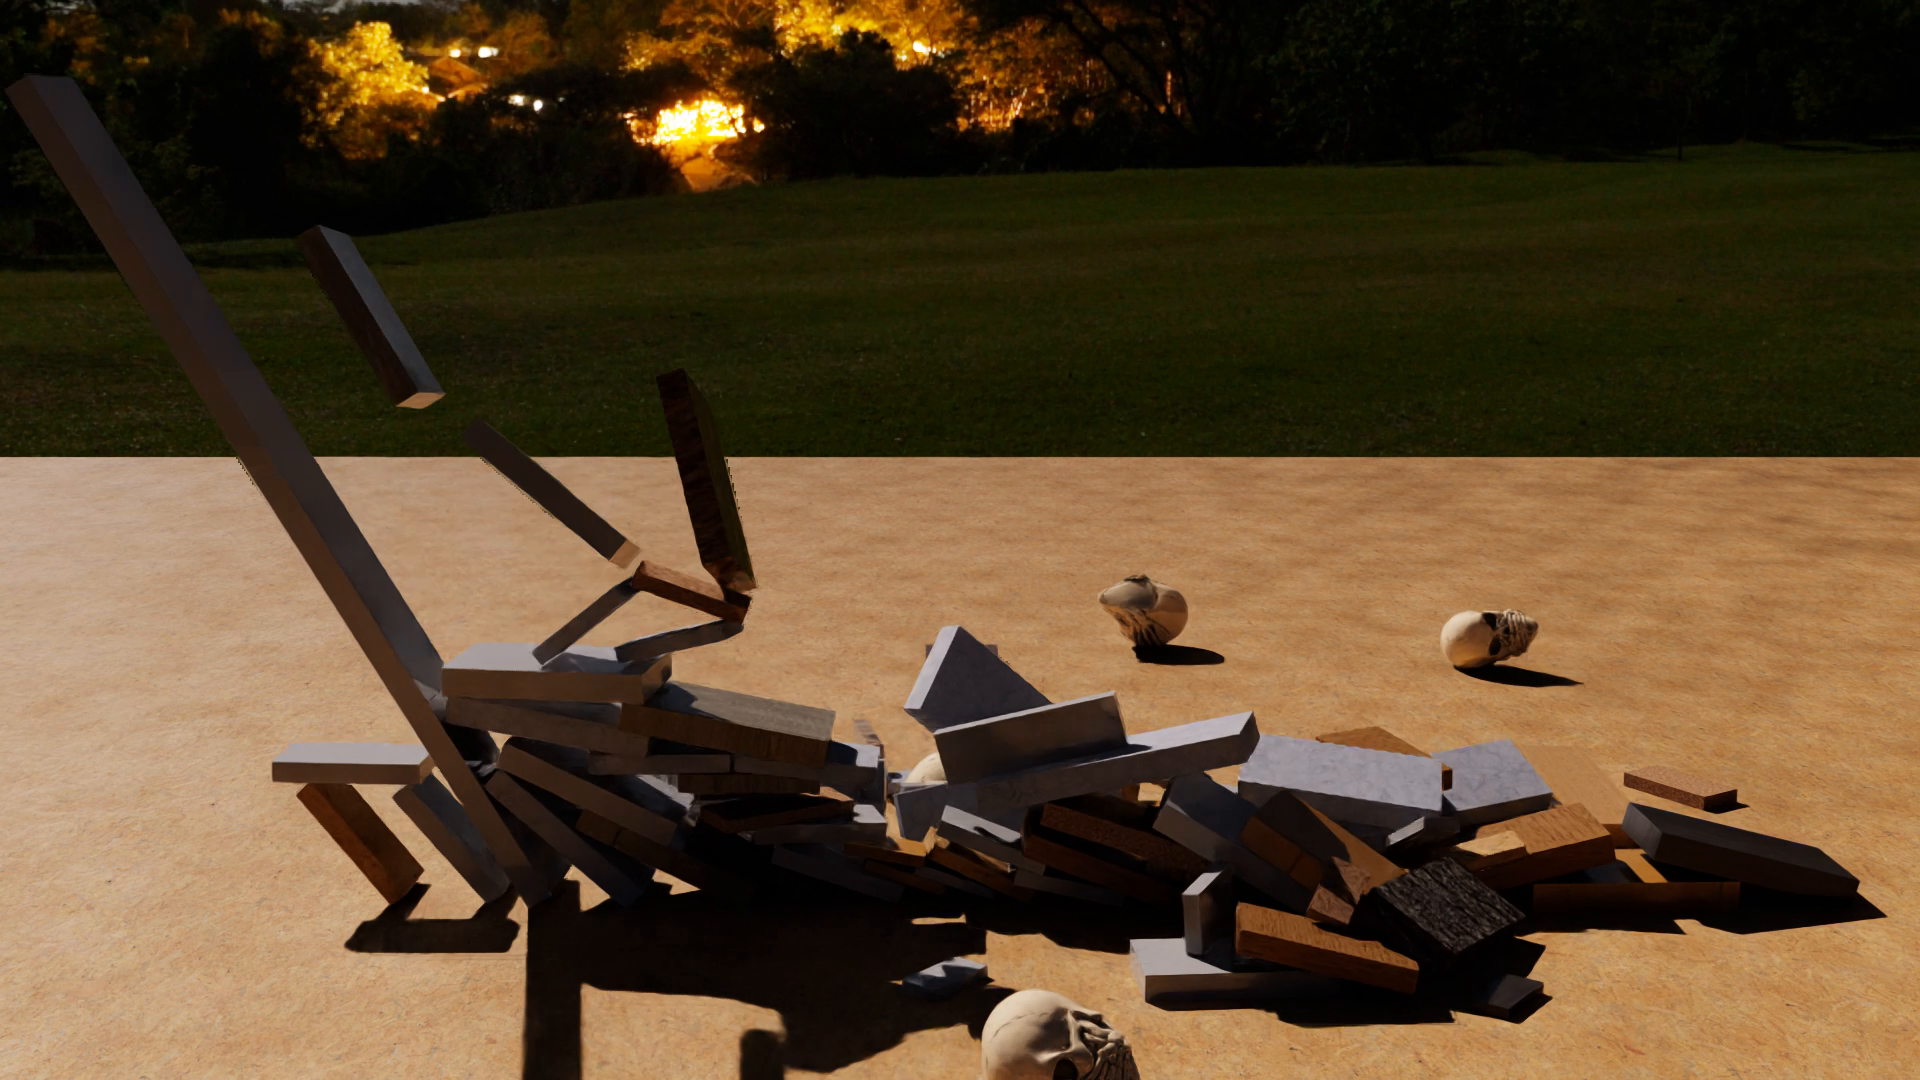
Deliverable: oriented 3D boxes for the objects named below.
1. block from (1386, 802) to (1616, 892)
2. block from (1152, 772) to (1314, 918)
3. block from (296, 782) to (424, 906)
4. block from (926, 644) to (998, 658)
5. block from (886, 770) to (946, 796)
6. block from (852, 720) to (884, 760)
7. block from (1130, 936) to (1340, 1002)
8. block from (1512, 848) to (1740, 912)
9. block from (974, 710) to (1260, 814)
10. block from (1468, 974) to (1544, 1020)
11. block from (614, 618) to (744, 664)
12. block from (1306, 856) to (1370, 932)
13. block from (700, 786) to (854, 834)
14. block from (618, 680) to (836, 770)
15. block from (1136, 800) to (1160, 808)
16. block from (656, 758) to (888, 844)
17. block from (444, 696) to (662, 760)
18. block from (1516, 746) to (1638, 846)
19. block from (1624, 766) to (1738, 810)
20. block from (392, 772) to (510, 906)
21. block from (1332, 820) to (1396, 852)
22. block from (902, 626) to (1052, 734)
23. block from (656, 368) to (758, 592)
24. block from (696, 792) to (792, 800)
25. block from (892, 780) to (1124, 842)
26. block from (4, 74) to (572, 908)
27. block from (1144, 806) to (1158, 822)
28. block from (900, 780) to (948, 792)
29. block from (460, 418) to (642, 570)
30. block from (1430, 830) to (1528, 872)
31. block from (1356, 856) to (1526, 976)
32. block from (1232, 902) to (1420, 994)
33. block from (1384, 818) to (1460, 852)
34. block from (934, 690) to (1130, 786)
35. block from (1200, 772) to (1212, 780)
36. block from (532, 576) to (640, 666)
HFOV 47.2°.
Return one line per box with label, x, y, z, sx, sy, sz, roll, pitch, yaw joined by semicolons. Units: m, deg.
block;0.896;0.525;3.661;0.340;0.048;0.170;-14;11;2
block;0.475;0.489;3.506;0.334;0.047;0.167;30;22;3
block;-0.993;0.487;3.650;0.034;0.239;0.120;-37;8;6
block;0.006;0.306;5.068;0.170;0.048;0.354;0;11;-1
block;-0.072;0.463;4.165;0.095;0.027;0.190;-10;6;-43
block;-0.181;0.422;4.312;0.027;0.095;0.190;-2;11;-12
block;0.409;0.640;3.290;0.290;0.041;0.145;-1;11;-4
block;1.099;0.566;3.665;0.340;0.048;0.170;0;11;-2
block;0.257;0.363;3.588;0.445;0.047;0.167;-13;5;16
block;0.797;0.666;3.211;0.063;0.018;0.125;8;13;37
block;-0.451;0.160;3.539;0.186;0.026;0.093;-13;4;16
block;0.574;0.535;3.331;0.063;0.018;0.125;22;39;15
block;-0.301;0.446;3.640;0.257;0.022;0.079;-4;15;-41
block;-0.376;0.295;3.591;0.334;0.047;0.167;11;12;-1
block;0.539;0.502;3.869;0.584;0.043;0.153;-3;21;-1
block;-0.329;0.467;3.840;0.398;0.173;0.049;1;-2;4
block;-0.660;0.286;3.626;0.334;0.047;0.167;10;12;3
block;1.161;0.478;4.158;0.145;0.041;0.507;0;11;1
block;1.381;0.474;4.218;0.095;0.027;0.190;-7;12;-32
block;-0.836;0.488;3.650;0.034;0.239;0.120;-39;8;7
block;0.651;0.467;3.832;0.131;0.037;0.272;-8;22;-13
block;0.063;0.322;3.942;0.346;0.173;0.049;41;-29;-29
block;-0.416;-0.094;3.612;0.048;0.340;0.170;-18;-21;3
block;-0.360;0.410;3.667;0.157;0.022;0.079;0;12;-8
block;0.089;0.468;3.769;0.386;0.145;0.041;-11;-4;-13
block;-1.066;-0.070;3.566;0.044;1.522;0.156;-30;8;8
block;0.347;0.456;3.586;0.091;0.013;0.045;14;11;6
block;0.044;0.487;3.813;0.291;0.145;0.041;-3;2;-13
block;-0.662;-0.073;3.571;0.312;0.044;0.156;39;-4;5
block;0.847;0.513;3.594;0.140;0.019;0.067;-14;15;-2
block;0.742;0.572;3.372;0.153;0.043;0.307;38;22;26
block;0.538;0.602;3.252;0.263;0.037;0.131;13;9;3
block;0.763;0.487;3.634;0.067;0.019;0.134;6;-23;-17
block;0.117;0.325;3.604;0.307;0.091;0.026;-14;11;12
block;0.445;0.440;4.274;0.097;0.014;0.049;33;-1;7
block;-0.600;0.128;3.551;0.186;0.026;0.093;-37;1;16
